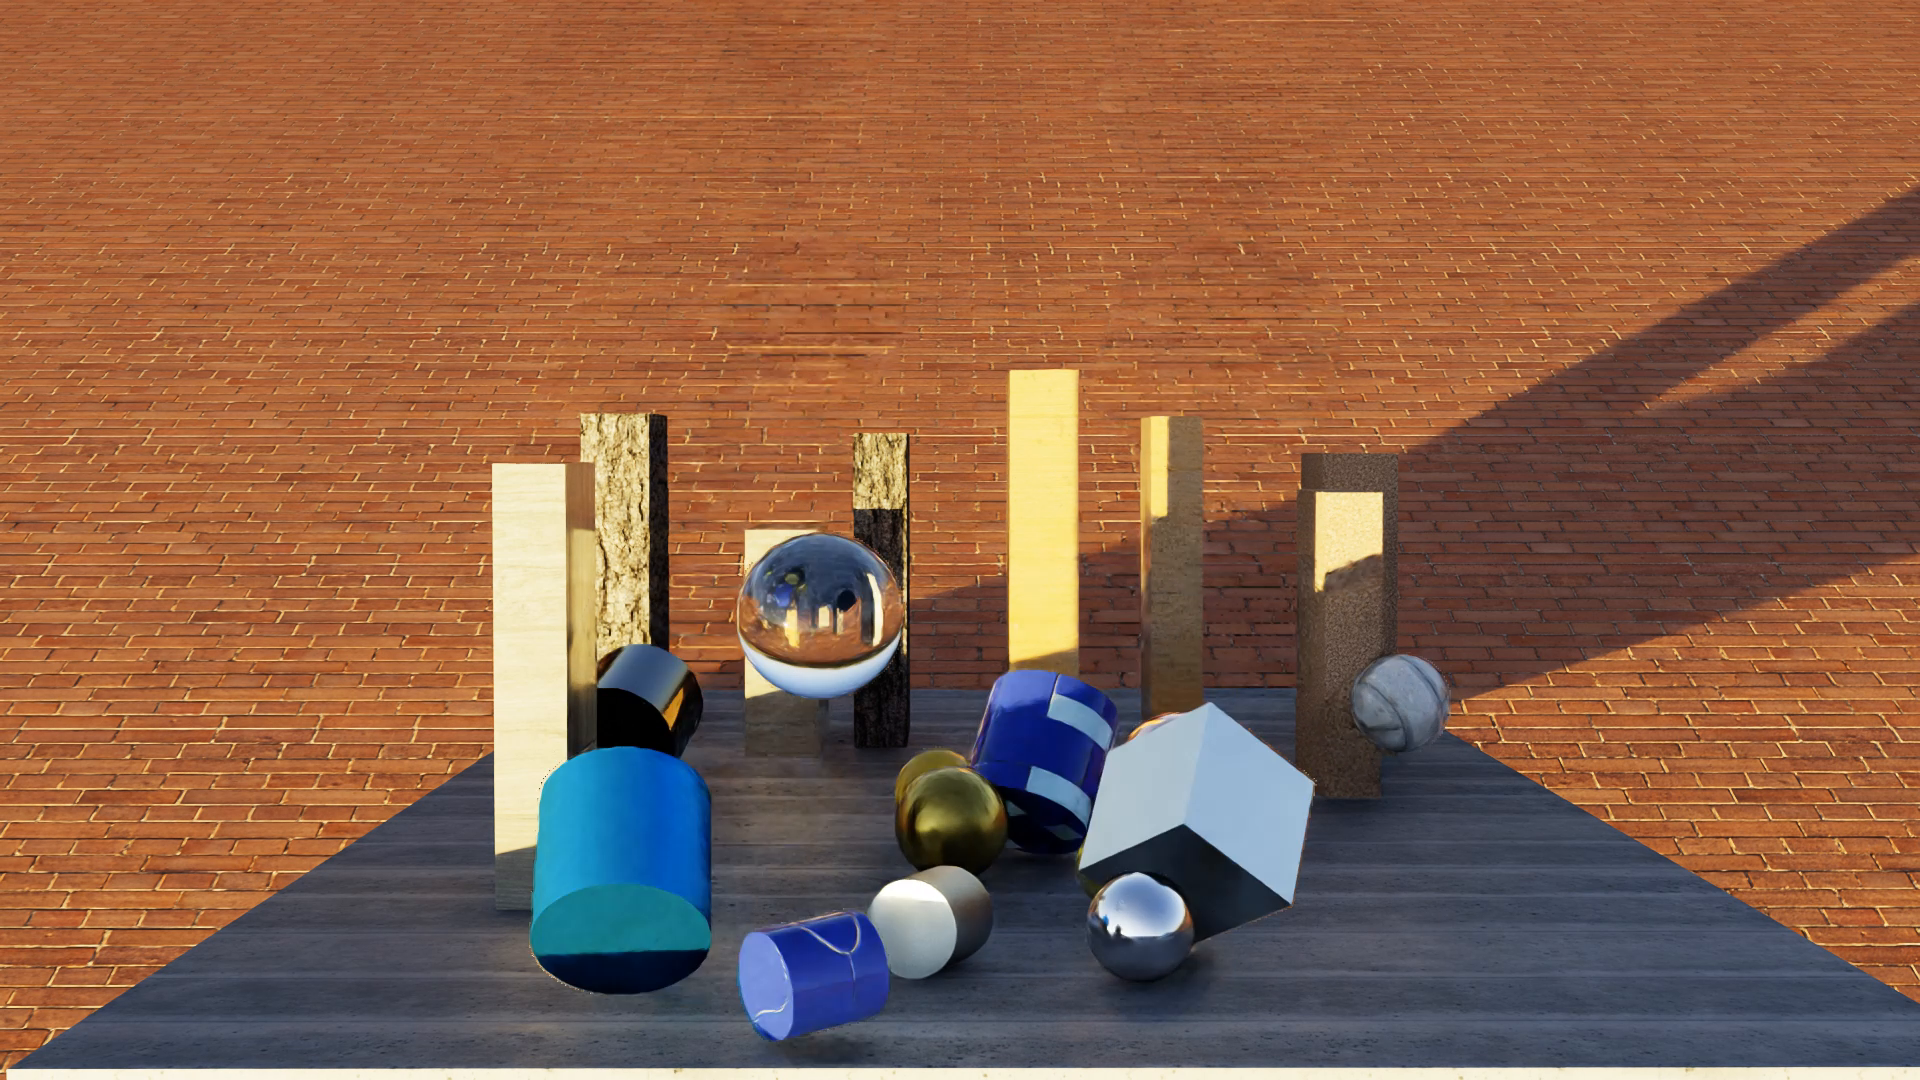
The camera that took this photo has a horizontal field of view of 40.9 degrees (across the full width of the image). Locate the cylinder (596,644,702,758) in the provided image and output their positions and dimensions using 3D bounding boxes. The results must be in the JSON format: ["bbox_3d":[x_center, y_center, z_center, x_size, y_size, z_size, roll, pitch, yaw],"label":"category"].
[{"bbox_3d":[-0.548,0.303,4.265,0.204,0.204,0.204,3,18,7],"label":"cylinder"}]

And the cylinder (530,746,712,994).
[{"bbox_3d":[-0.375,0.369,2.875,0.195,0.195,0.195,-2,44,-4],"label":"cylinder"}]

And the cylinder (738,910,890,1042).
[{"bbox_3d":[-0.151,0.447,2.649,0.113,0.113,0.113,-8,24,-33],"label":"cylinder"}]

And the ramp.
[{"bbox_3d":[0.055,0.501,4.547,2.000,0.100,4.000,0,2,0],"label":"ramp"}]

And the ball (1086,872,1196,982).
[{"bbox_3d":[0.208,0.444,2.959,0.126,0.126,0.126,0,24,0],"label":"ball"}]

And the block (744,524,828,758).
[{"bbox_3d":[-0.353,0.199,5.296,0.145,0.451,0.406,0,2,0],"label":"block"}]

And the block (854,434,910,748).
[{"bbox_3d":[-0.163,0.097,5.448,0.108,0.643,0.372,0,2,0],"label":"block"}]

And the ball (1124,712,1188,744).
[{"bbox_3d":[0.345,0.369,4.045,0.199,0.199,0.199,0,24,0],"label":"ball"}]

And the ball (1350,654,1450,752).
[{"bbox_3d":[0.755,0.279,4.419,0.167,0.167,0.167,0,24,0],"label":"ball"}]

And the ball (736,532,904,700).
[{"bbox_3d":[-0.150,0.081,2.751,0.178,0.178,0.178,0,24,0],"label":"ball"}]

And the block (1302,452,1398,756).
[{"bbox_3d":[0.792,0.124,5.262,0.149,0.602,0.319,0,2,0],"label":"block"}]

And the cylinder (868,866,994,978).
[{"bbox_3d":[-0.035,0.448,3.028,0.114,0.114,0.114,10,6,22],"label":"cylinder"}]

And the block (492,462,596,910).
[{"bbox_3d":[-0.569,0.190,3.553,0.096,0.592,0.282,0,2,0],"label":"block"}]

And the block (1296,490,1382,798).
[{"bbox_3d":[0.686,0.178,4.687,0.099,0.535,0.379,0,2,0],"label":"block"}]

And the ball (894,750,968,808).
[{"bbox_3d":[-0.034,0.399,4.049,0.140,0.140,0.140,0,24,0],"label":"ball"}]

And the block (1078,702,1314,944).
[{"bbox_3d":[0.288,0.347,3.125,0.182,0.182,0.182,-31,30,42],"label":"block"}]

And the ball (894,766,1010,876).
[{"bbox_3d":[-0.011,0.402,3.645,0.163,0.163,0.163,0,24,0],"label":"ball"}]

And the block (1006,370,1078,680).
[{"bbox_3d":[0.148,0.070,4.713,0.121,0.749,0.336,0,2,0],"label":"block"}]

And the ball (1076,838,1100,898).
[{"bbox_3d":[0.211,0.433,3.430,0.115,0.115,0.115,0,24,0],"label":"ball"}]

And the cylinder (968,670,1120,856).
[{"bbox_3d":[0.118,0.333,3.847,0.201,0.201,0.201,8,57,17],"label":"cylinder"}]

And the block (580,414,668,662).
[{"bbox_3d":[-0.744,0.064,5.743,0.148,0.687,0.361,0,2,0],"label":"block"}]

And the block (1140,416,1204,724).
[{"bbox_3d":[0.440,0.083,5.378,0.105,0.676,0.301,0,2,0],"label":"block"}]
